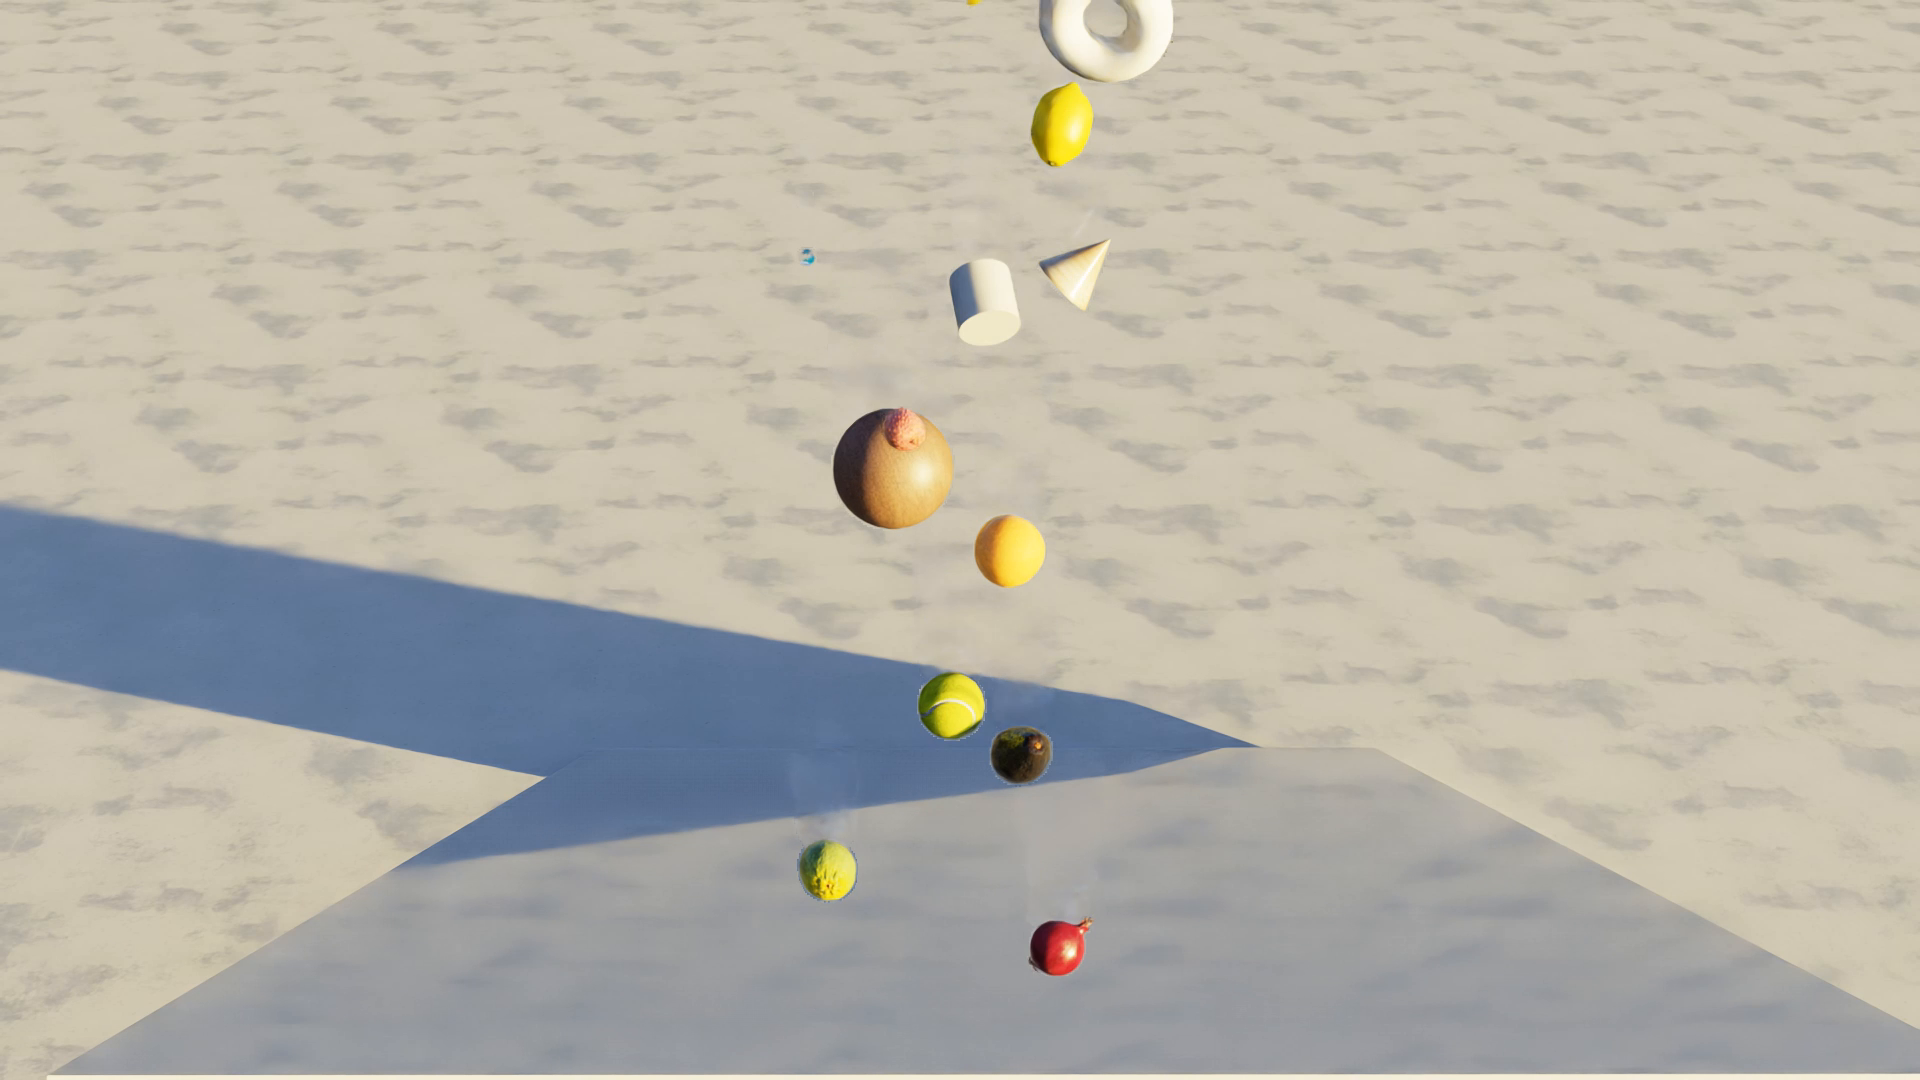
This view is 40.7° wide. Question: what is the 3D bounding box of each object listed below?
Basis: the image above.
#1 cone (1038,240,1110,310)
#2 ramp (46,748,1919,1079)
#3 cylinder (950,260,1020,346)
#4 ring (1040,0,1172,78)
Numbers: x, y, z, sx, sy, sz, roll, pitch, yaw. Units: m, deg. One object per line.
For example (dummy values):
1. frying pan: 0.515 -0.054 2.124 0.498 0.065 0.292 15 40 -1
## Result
1. cone: 0.133 -0.291 2.711 0.072 0.072 0.072 -43 28 14
2. ramp: 0.066 0.590 4.642 2.000 0.100 4.000 0 0 0
3. cylinder: 0.023 -0.218 2.379 0.057 0.057 0.057 -5 62 -10
4. ring: 0.143 -0.512 2.537 0.134 0.134 0.045 9 46 15
